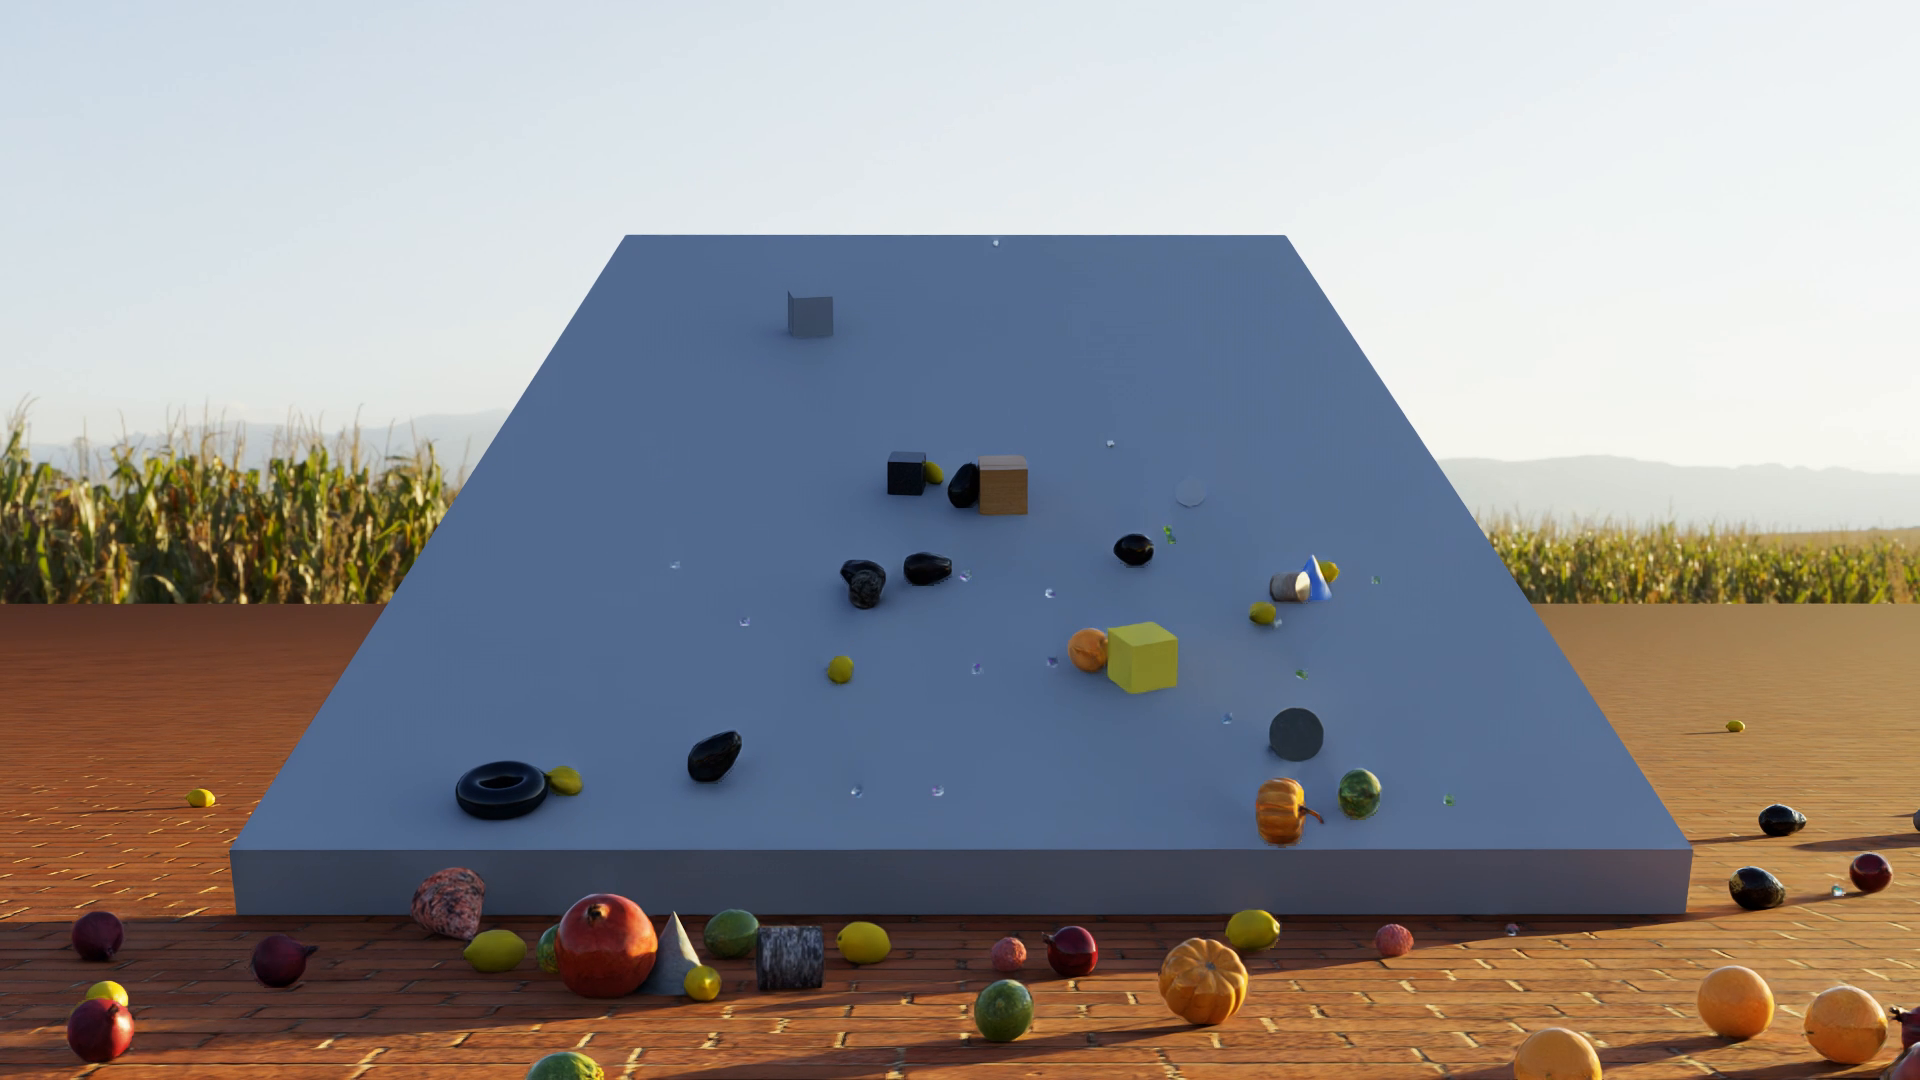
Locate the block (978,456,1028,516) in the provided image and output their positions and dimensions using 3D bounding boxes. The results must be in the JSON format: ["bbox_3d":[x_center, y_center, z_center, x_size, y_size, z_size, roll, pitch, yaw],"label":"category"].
[{"bbox_3d":[0.083,-0.108,4.436,0.092,0.092,0.092,-1,20,-2],"label":"block"}]

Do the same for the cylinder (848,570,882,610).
[{"bbox_3d":[-0.165,0.087,3.948,0.054,0.054,0.054,0,20,2],"label":"cylinder"}]

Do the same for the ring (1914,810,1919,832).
[{"bbox_3d":[1.835,0.519,4.163,0.150,0.050,0.150,1,-2,0],"label":"ring"}]

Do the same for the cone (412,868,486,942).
[{"bbox_3d":[-0.641,0.489,2.906,0.099,0.099,0.099,1,25,-33],"label":"cone"}]

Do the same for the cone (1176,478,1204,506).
[{"bbox_3d":[0.456,-0.091,4.488,0.057,0.057,0.057,0,-7,5],"label":"cone"}]

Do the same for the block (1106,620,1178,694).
[{"bbox_3d":[0.292,0.188,3.624,0.083,0.083,0.083,-9,21,-23],"label":"block"}]

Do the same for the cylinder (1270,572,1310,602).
[{"bbox_3d":[0.576,0.082,3.949,0.052,0.052,0.052,-1,-2,37],"label":"cylinder"}]

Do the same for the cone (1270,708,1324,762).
[{"bbox_3d":[0.504,0.294,3.399,0.081,0.081,0.081,0,-7,5],"label":"cone"}]

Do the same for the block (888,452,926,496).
[{"bbox_3d":[-0.107,-0.134,4.541,0.069,0.069,0.069,2,20,6],"label":"block"}]

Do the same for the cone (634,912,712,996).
[{"bbox_3d":[-0.321,0.459,2.536,0.087,0.087,0.087,0,-1,0],"label":"cone"}]

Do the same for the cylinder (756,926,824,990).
[{"bbox_3d":[-0.191,0.468,2.538,0.069,0.069,0.069,0,-1,-11],"label":"cylinder"}]

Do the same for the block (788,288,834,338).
[{"bbox_3d":[-0.379,-0.577,5.734,0.100,0.100,0.100,-4,20,-12],"label":"block"}]

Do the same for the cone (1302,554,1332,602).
[{"bbox_3d":[0.620,0.060,3.992,0.077,0.077,0.077,0,20,0],"label":"cone"}]

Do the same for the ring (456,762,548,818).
[{"bbox_3d":[-0.651,0.355,3.214,0.131,0.044,0.131,0,21,0],"label":"ring"}]

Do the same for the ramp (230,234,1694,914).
[{"bbox_3d":[-0.005,-0.204,4.989,2.000,0.100,4.000,0,20,0],"label":"ramp"}]
